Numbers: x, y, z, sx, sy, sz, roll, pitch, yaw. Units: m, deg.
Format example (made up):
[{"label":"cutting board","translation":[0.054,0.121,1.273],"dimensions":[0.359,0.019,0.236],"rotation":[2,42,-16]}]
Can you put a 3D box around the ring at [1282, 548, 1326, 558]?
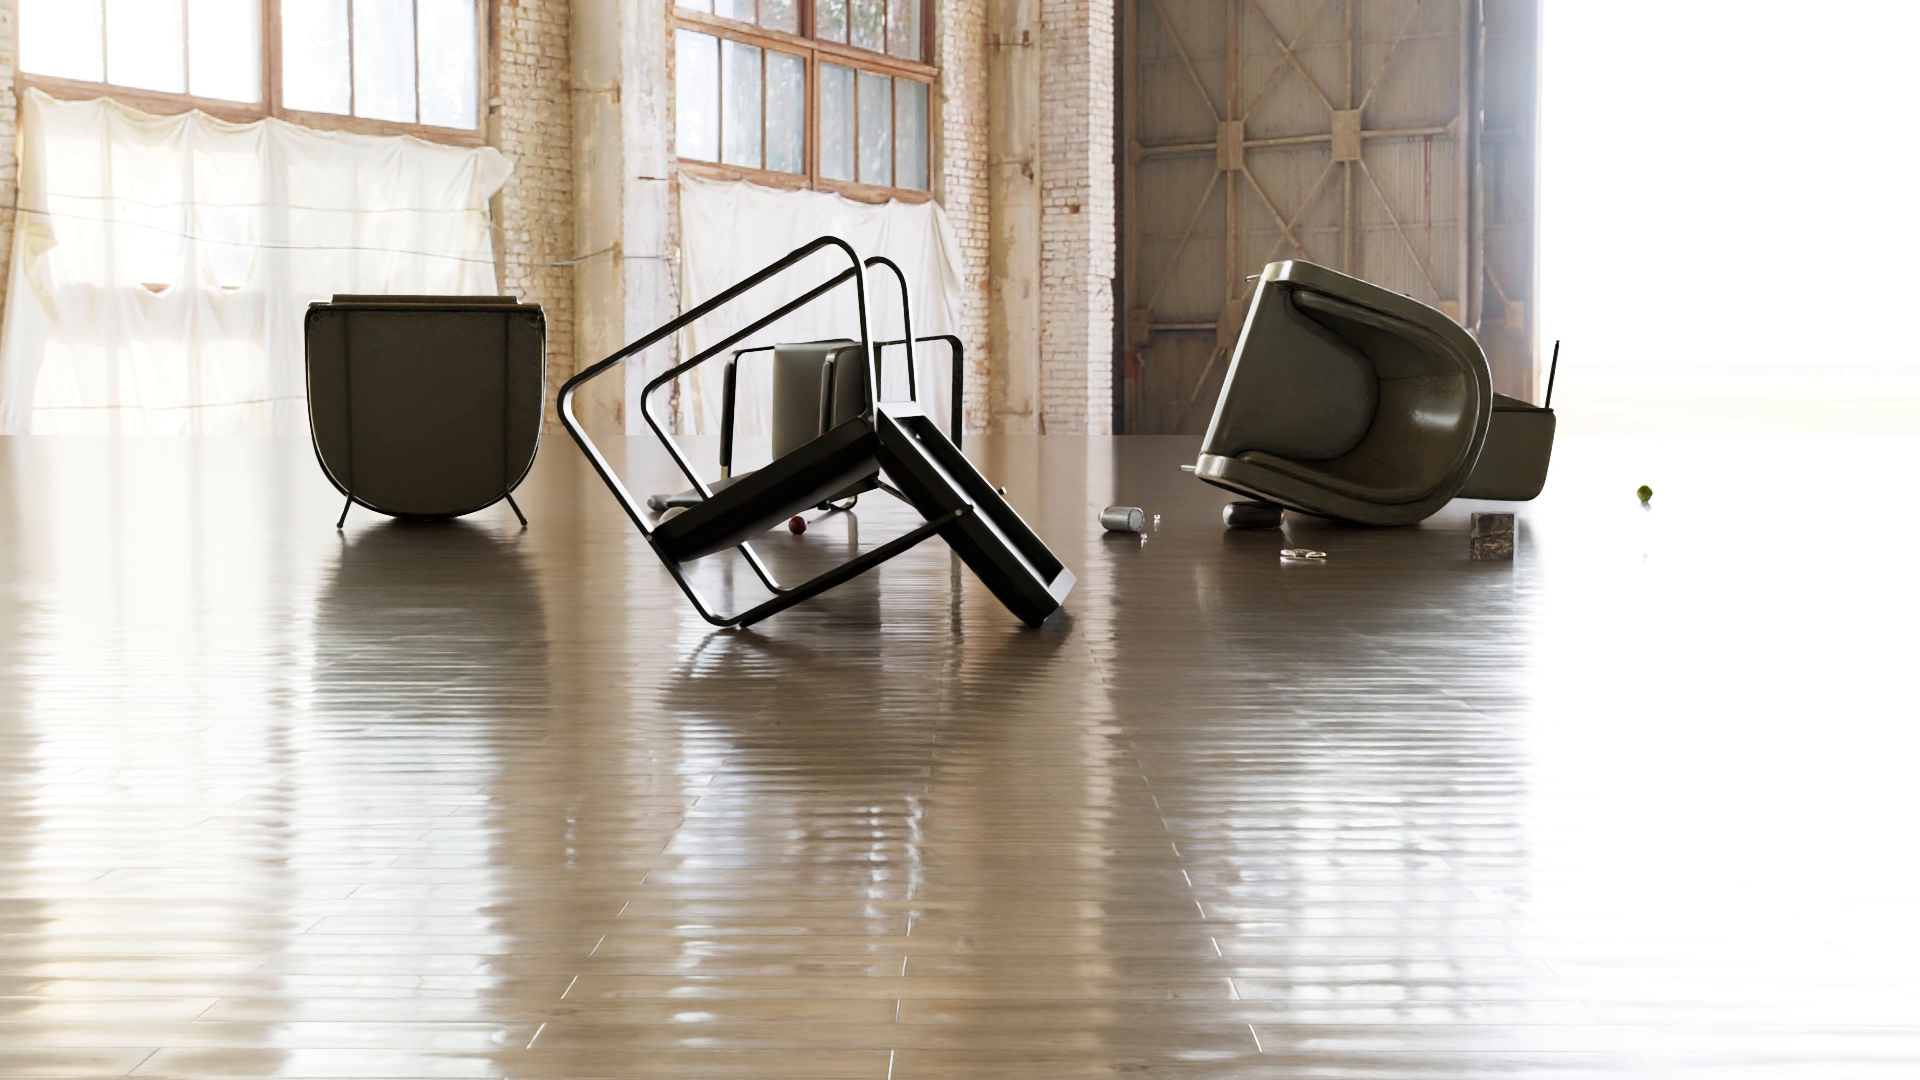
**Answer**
[{"label":"ring","translation":[0.917,0.036,5.883],"dimensions":[0.075,0.018,0.148],"rotation":[-4,6,-36]}]

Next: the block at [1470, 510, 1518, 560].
[{"label":"block","translation":[1.427,-0.014,5.869],"dimensions":[0.112,0.120,0.114],"rotation":[1,4,20]}]

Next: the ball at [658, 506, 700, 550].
[{"label":"ball","translation":[-0.786,-0.034,6.166],"dimensions":[0.119,0.119,0.119],"rotation":[0,4,0]}]

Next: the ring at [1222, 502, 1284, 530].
[{"label":"ring","translation":[0.955,-0.081,7.148],"dimensions":[0.196,0.082,0.345],"rotation":[2,4,16]}]
